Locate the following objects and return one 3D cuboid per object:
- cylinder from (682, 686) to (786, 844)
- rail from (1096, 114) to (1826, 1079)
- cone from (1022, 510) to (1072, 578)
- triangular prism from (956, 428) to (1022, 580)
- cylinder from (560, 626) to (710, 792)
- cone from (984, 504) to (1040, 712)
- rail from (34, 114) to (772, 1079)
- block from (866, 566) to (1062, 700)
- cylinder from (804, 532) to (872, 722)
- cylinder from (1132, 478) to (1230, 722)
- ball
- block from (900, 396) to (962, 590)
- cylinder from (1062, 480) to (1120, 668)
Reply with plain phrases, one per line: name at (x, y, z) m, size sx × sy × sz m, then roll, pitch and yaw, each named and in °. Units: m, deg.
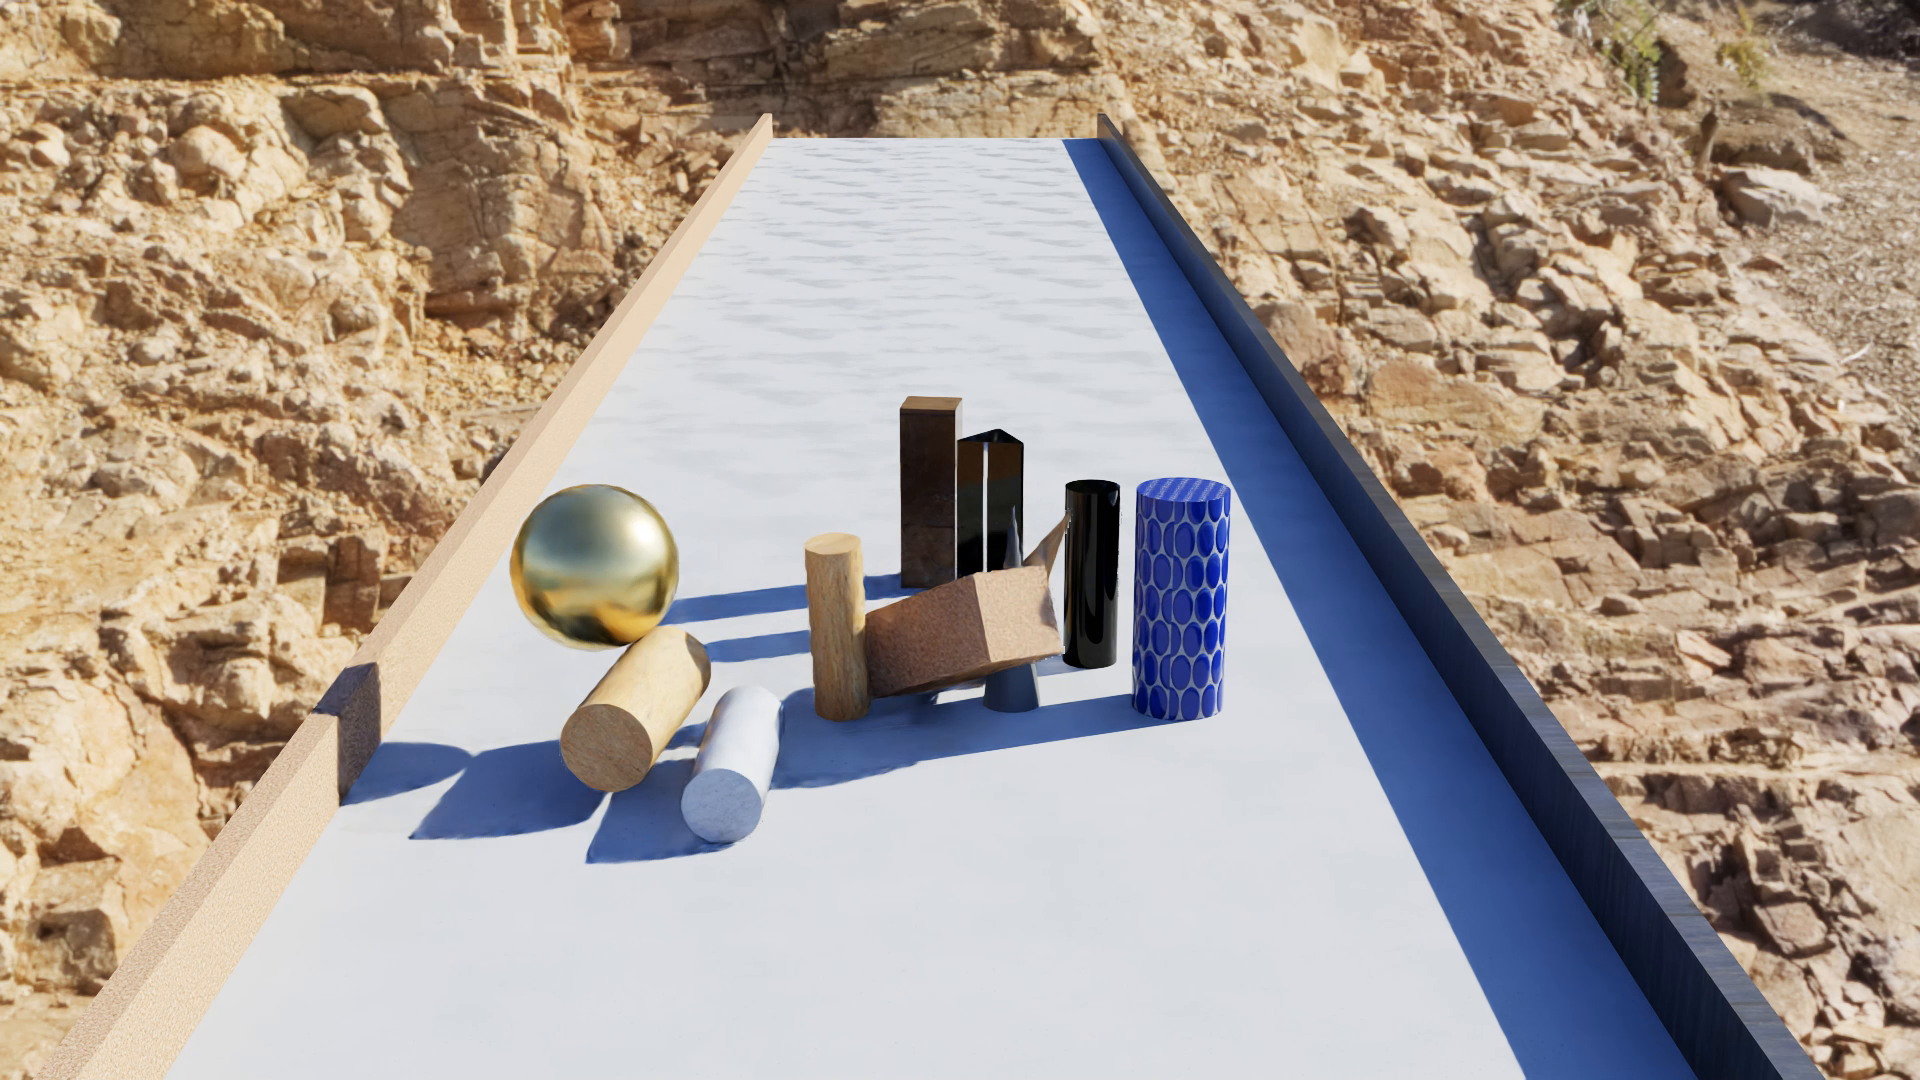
cylinder at (-0.380, 0.375, 3.733) m, size 0.131 × 0.131 × 0.385 m, roll 0°, pitch 17°, yaw 1°
rail at (0.932, -0.844, 7.801) m, size 0.050 × 0.150 × 12.000 m, roll 0°, pitch 17°, yaw -1°
cone at (0.134, 0.083, 4.300) m, size 0.146 × 0.341 × 0.146 m, roll 29°, pitch 10°, yaw -6°
triangular prism at (0.071, -0.030, 4.635) m, size 0.138 × 0.394 × 0.120 m, roll 3°, pitch 17°, yaw 9°
cylinder at (-0.560, 0.289, 3.834) m, size 0.160 × 0.160 × 0.369 m, roll 3°, pitch 19°, yaw 9°
cone at (0.099, 0.119, 4.130) m, size 0.110 × 0.397 × 0.110 m, roll 0°, pitch 17°, yaw 0°
rail at (-1.118, -0.838, 7.780) m, size 0.050 × 0.150 × 12.000 m, roll 0°, pitch 17°, yaw -1°
block at (-0.007, 0.174, 4.060) m, size 0.160 × 0.160 × 0.401 m, roll -6°, pitch -9°, yaw -35°
cylinder at (-0.226, 0.162, 4.075) m, size 0.104 × 0.337 × 0.104 m, roll -2°, pitch 22°, yaw 1°
cylinder at (0.412, 0.109, 4.117) m, size 0.174 × 0.423 × 0.174 m, roll 0°, pitch 17°, yaw 0°
ball at (-0.650, 0.049, 3.922) m, size 0.301 × 0.301 × 0.301 m, roll 0°, pitch 17°, yaw 0°
block at (-0.062, -0.104, 4.861) m, size 0.122 × 0.408 × 0.122 m, roll 2°, pitch 17°, yaw 7°
cylinder at (0.261, 0.067, 4.367) m, size 0.109 × 0.361 × 0.109 m, roll 0°, pitch 17°, yaw 0°
